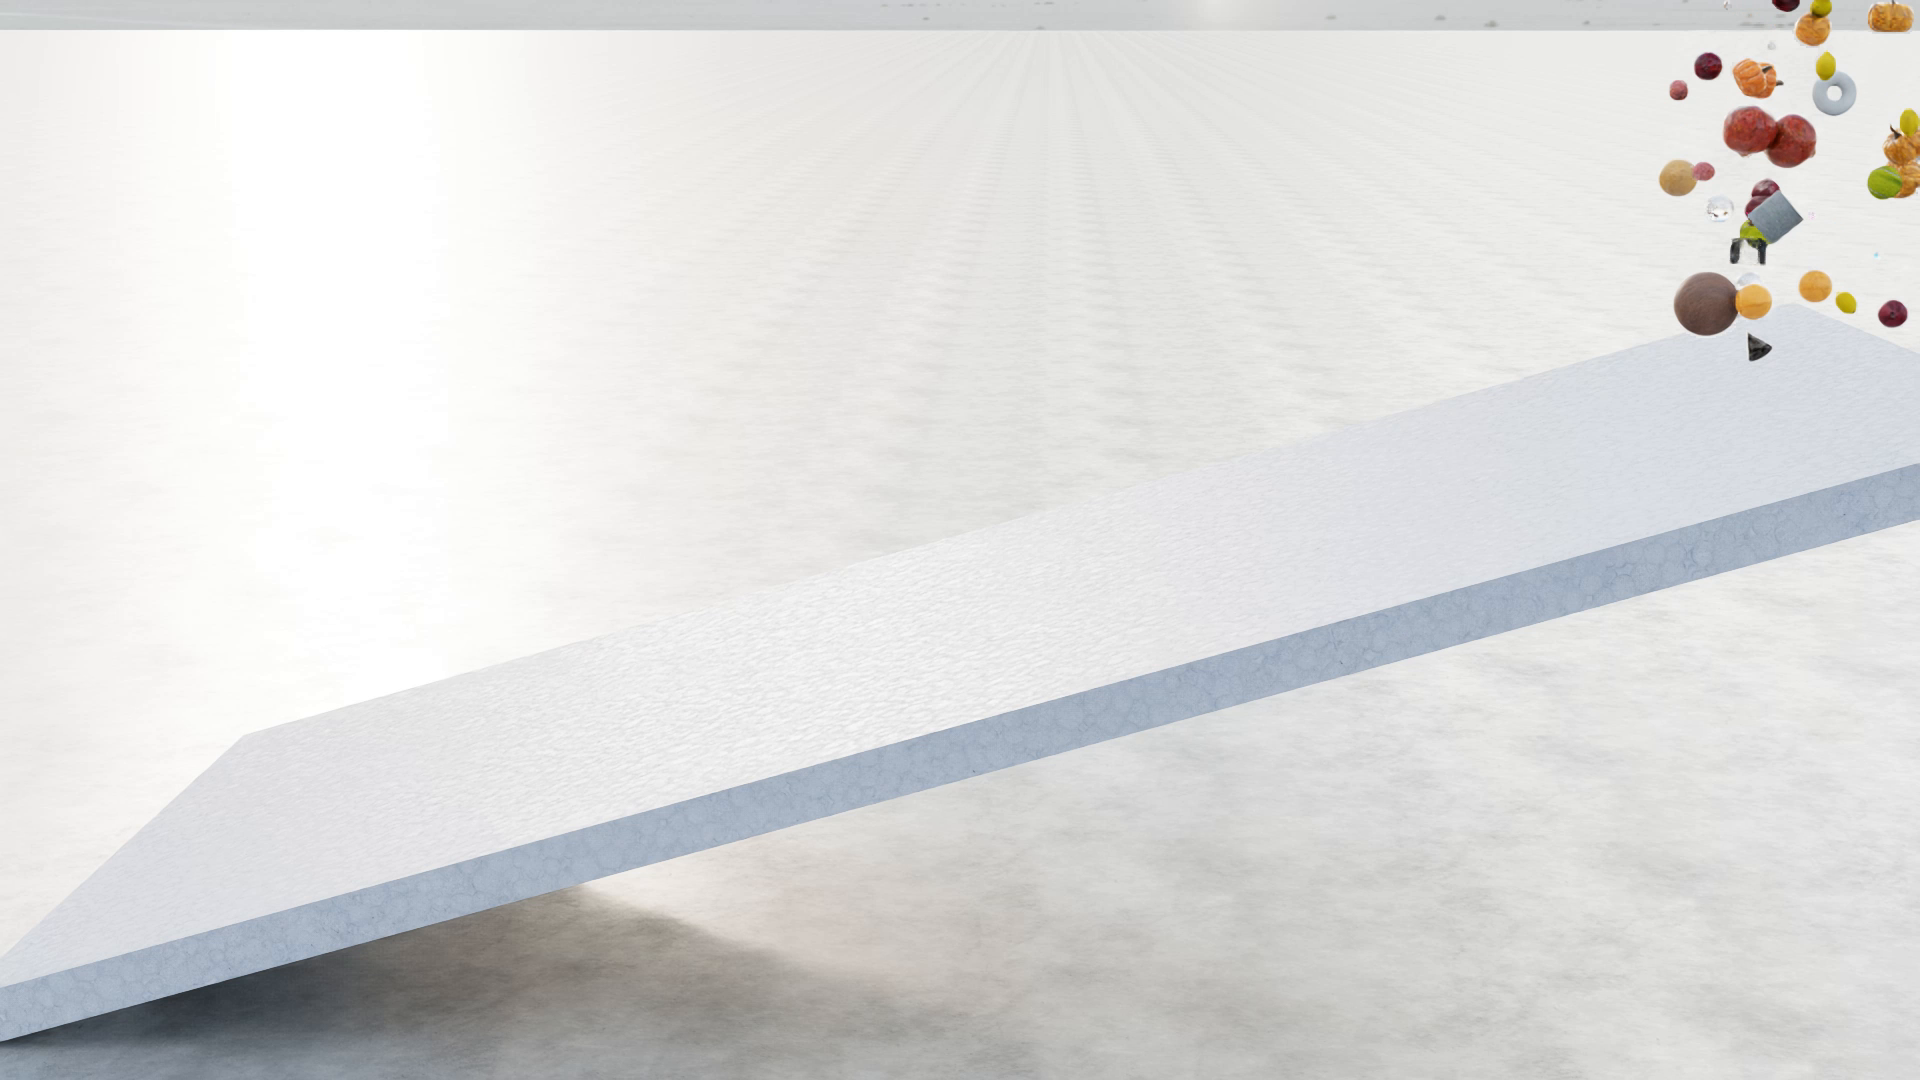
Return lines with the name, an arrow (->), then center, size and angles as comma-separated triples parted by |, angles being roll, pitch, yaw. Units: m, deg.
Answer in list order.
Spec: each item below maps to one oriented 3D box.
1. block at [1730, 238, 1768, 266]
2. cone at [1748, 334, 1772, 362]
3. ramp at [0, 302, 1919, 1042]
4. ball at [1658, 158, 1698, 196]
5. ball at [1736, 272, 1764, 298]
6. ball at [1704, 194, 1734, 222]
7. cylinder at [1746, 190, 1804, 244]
block -> 1.610, -0.590, 6.008 | 0.052, 0.052, 0.052 | 0, 10, -15
cone -> 1.598, -0.397, 5.918 | 0.053, 0.053, 0.053 | -21, -24, -10
ramp -> 0.088, 0.188, 6.322 | 4.000, 0.100, 2.000 | -16, 10, 5
ball -> 1.491, -0.753, 6.109 | 0.081, 0.081, 0.081 | 0, 11, 0
ball -> 1.589, -0.515, 5.916 | 0.053, 0.053, 0.053 | 0, 11, 0
ball -> 1.508, -0.658, 5.841 | 0.056, 0.056, 0.056 | 0, 11, 0
cylinder -> 1.629, -0.645, 5.877 | 0.078, 0.078, 0.078 | -40, -1, 18
